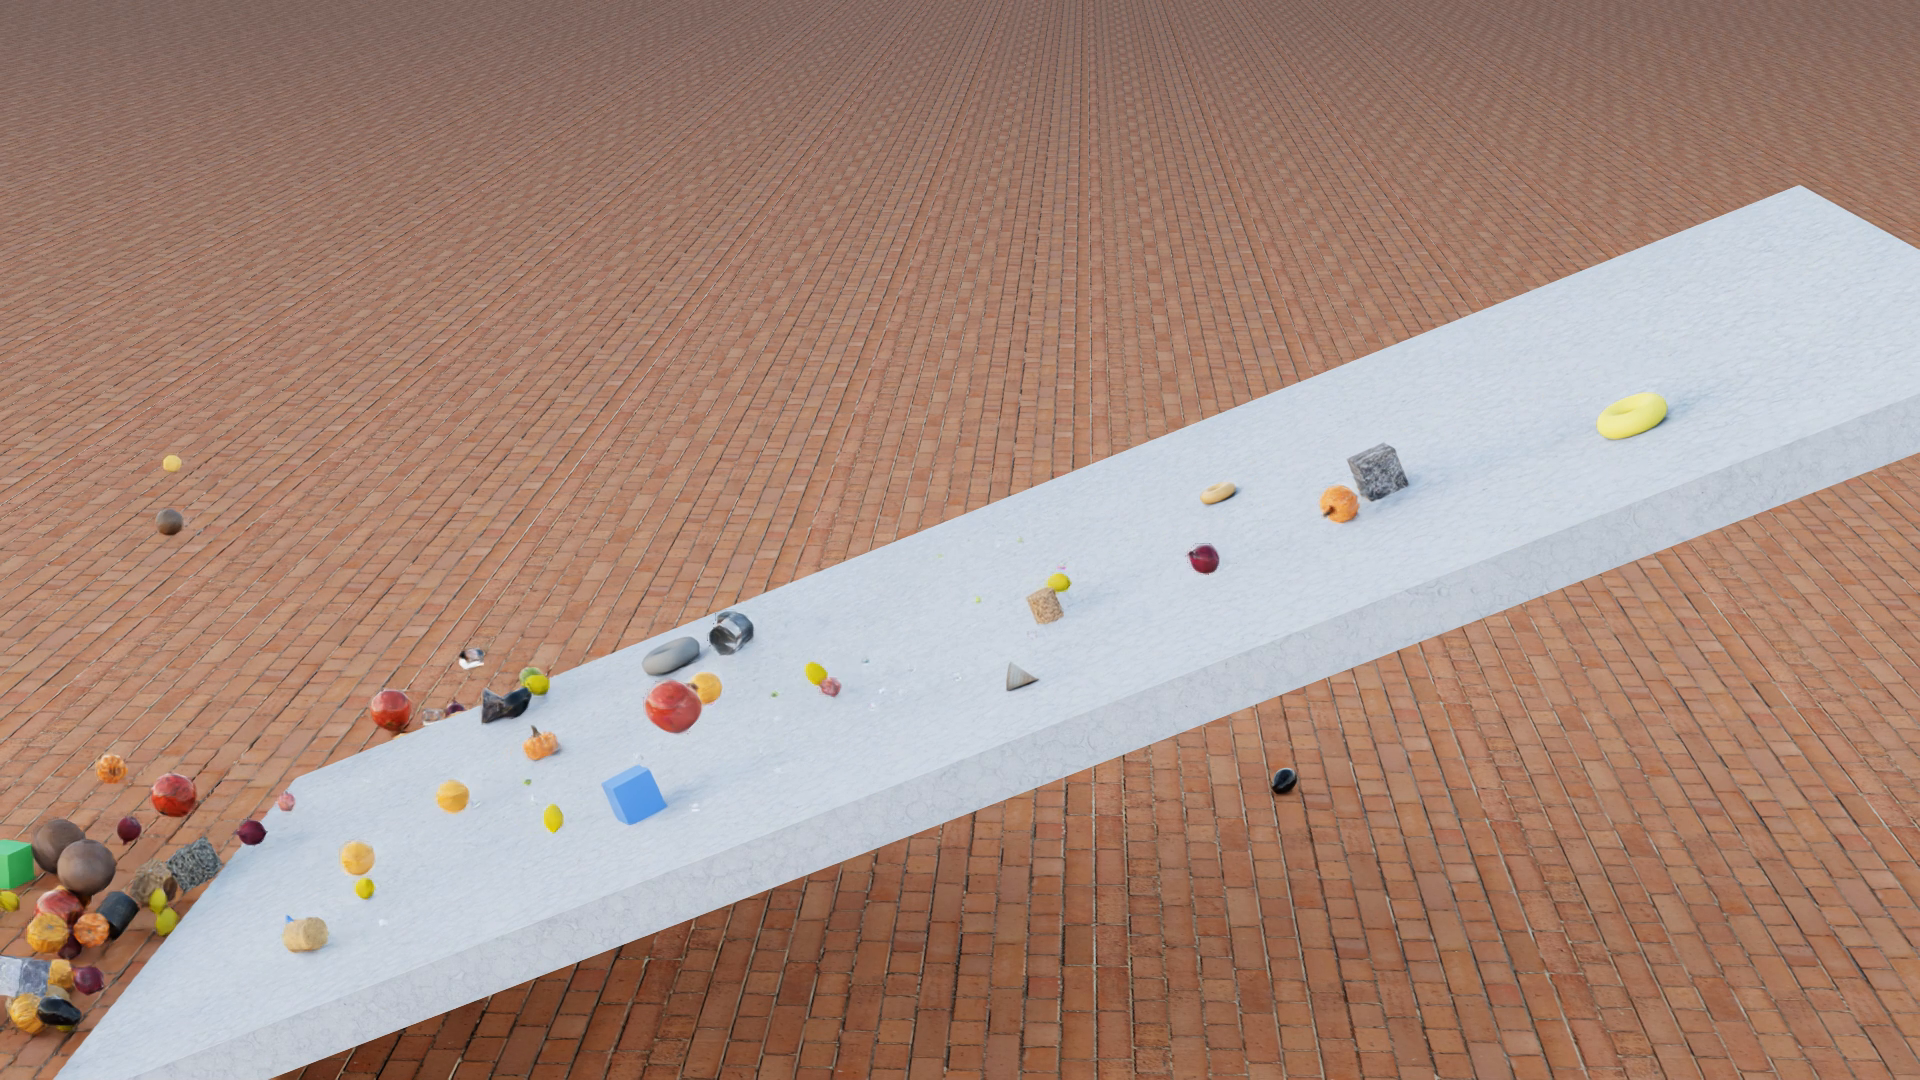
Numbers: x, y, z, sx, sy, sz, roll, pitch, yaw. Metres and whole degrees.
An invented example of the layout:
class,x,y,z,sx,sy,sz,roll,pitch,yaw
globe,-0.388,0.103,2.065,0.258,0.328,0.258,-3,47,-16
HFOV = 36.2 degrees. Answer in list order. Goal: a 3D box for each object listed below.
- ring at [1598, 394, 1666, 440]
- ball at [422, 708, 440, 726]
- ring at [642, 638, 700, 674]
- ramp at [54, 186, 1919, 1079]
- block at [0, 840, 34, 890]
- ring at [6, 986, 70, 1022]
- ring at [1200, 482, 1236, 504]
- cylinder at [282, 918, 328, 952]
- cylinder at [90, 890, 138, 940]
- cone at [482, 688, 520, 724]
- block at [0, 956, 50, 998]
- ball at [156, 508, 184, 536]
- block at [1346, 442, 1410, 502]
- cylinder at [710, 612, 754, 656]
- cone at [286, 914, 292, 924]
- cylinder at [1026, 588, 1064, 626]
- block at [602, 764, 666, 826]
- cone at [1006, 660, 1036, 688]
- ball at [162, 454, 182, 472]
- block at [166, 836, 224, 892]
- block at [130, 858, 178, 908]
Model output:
class,x,y,z,sx,sy,sz,roll,pitch,yaw
ring,1.277,-0.236,5.589,0.138,0.046,0.138,-24,15,7
ball,-1.476,0.498,8.211,0.053,0.053,0.053,0,14,0
ring,-0.685,0.275,6.974,0.146,0.049,0.146,-22,11,4
ramp,0.126,0.172,6.288,4.000,0.100,2.000,-21,12,8
block,-2.283,0.777,7.042,0.087,0.087,0.087,6,15,22
ring,-1.971,0.990,6.285,0.134,0.045,0.134,0,15,0
ring,0.559,-0.102,6.372,0.081,0.027,0.081,-23,11,5
cylinder,-1.308,0.789,5.878,0.064,0.064,0.064,-13,4,38
cylinder,-1.913,0.848,6.651,0.077,0.077,0.077,6,44,24
cone,-1.123,0.410,7.213,0.092,0.092,0.092,3,14,-7
block,-1.990,0.926,6.235,0.078,0.078,0.078,4,-7,34
ball,-2.781,-0.063,10.344,0.095,0.095,0.095,0,14,0
block,0.835,-0.136,5.880,0.082,0.082,0.082,-24,12,-3
cylinder,-0.532,0.220,6.860,0.077,0.077,0.077,7,26,27
cone,-1.365,0.788,6.010,0.054,0.054,0.054,-22,12,5
cylinder,0.173,0.135,5.985,0.059,0.059,0.059,-22,12,5
block,-0.648,0.506,5.837,0.084,0.084,0.084,-27,13,-19
cone,0.122,0.263,5.609,0.058,0.058,0.058,14,15,2
ball,-3.028,-0.292,11.304,0.070,0.070,0.070,0,14,0
block,-1.787,0.757,6.868,0.082,0.082,0.082,-28,11,9
block,-1.885,0.804,6.895,0.076,0.076,0.076,23,15,11
